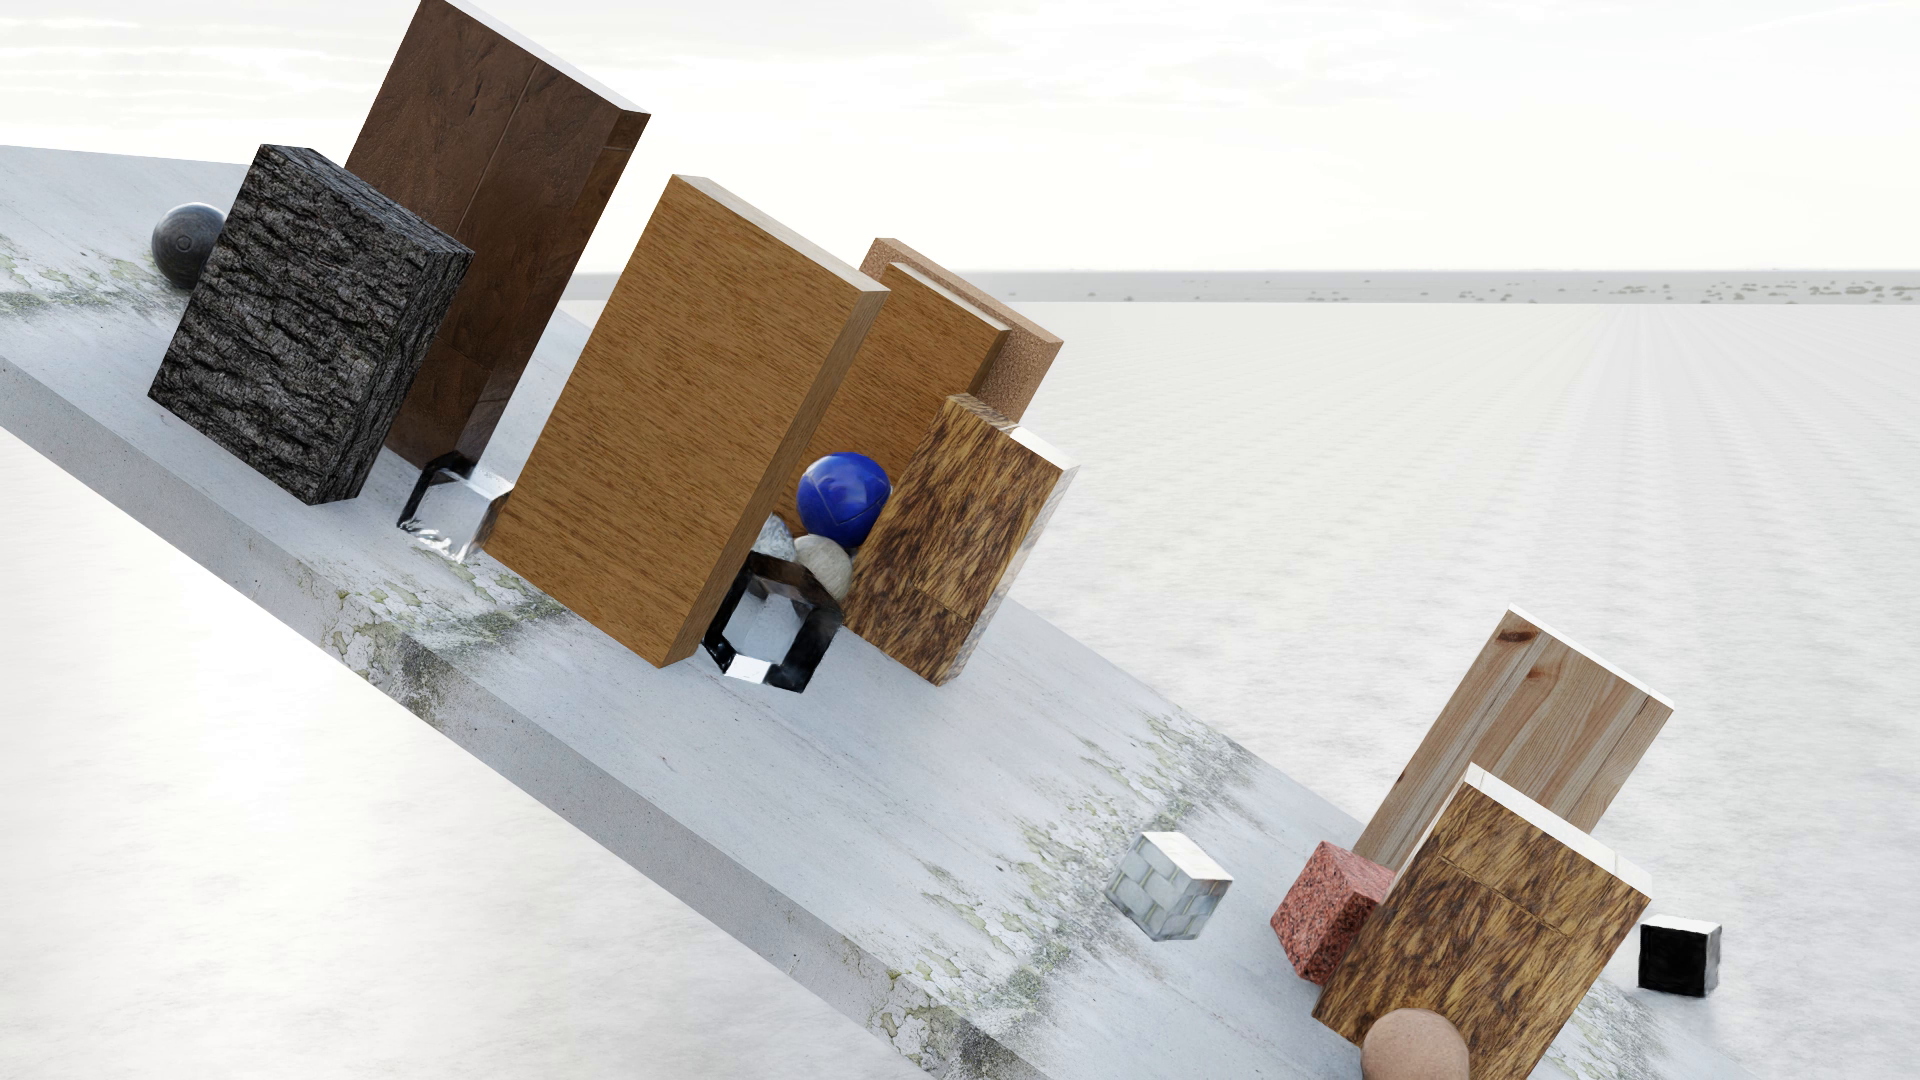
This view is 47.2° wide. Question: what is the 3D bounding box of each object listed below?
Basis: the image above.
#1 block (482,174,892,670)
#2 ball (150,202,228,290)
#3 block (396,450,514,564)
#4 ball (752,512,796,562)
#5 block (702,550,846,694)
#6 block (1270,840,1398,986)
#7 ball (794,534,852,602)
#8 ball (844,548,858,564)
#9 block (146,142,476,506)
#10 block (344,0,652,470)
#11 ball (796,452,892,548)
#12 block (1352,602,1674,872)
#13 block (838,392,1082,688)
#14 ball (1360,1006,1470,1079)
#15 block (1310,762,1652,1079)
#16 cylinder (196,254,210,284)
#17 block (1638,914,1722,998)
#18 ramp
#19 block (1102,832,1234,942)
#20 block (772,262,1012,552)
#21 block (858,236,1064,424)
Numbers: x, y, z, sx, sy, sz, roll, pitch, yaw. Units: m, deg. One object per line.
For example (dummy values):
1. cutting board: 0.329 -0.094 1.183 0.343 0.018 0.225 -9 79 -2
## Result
1. block: -0.457 -0.195 3.635 0.372 0.716 0.140 33 15 11
2. ball: -1.418 -0.545 4.086 0.161 0.161 0.161 0 7 0
3. block: -0.833 -0.056 3.637 0.122 0.122 0.122 30 14 1
4. ball: -0.392 0.023 4.121 0.170 0.170 0.170 0 7 0
5. block: -0.338 0.138 3.840 0.168 0.168 0.168 18 19 -39
6. block: 0.705 0.691 3.943 0.186 0.186 0.186 25 15 -17
7. ball: -0.282 0.065 4.231 0.150 0.150 0.150 0 7 0
8. ball: -0.248 0.055 4.413 0.108 0.108 0.108 0 7 0
9. block: -1.043 -0.345 3.530 0.340 0.461 0.140 33 15 11
10. block: -0.900 -0.531 3.878 0.422 0.737 0.118 33 15 11
11. ball: -0.228 -0.079 4.348 0.193 0.193 0.193 0 7 0
12. block: 1.147 0.496 4.589 0.382 0.617 0.092 33 15 11
13. block: -0.014 -0.002 4.279 0.269 0.495 0.140 33 15 11
14. ball: 0.730 0.837 3.528 0.172 0.172 0.172 0 7 0
15. block: 0.873 0.682 3.695 0.346 0.487 0.149 33 15 11
16. cylinder: -1.269 -0.464 4.049 0.184 0.184 0.184 3 19 26
17. block: 1.863 1.075 5.692 0.166 0.166 0.166 4 2 31
18. ramp: -0.183 0.301 4.127 4.000 0.100 2.000 33 15 11
19. block: 0.353 0.587 3.730 0.130 0.130 0.130 12 23 -50
20. block: -0.167 -0.226 4.484 0.266 0.624 0.093 33 15 11
21. block: -0.131 -0.249 4.609 0.426 0.635 0.129 33 15 11
